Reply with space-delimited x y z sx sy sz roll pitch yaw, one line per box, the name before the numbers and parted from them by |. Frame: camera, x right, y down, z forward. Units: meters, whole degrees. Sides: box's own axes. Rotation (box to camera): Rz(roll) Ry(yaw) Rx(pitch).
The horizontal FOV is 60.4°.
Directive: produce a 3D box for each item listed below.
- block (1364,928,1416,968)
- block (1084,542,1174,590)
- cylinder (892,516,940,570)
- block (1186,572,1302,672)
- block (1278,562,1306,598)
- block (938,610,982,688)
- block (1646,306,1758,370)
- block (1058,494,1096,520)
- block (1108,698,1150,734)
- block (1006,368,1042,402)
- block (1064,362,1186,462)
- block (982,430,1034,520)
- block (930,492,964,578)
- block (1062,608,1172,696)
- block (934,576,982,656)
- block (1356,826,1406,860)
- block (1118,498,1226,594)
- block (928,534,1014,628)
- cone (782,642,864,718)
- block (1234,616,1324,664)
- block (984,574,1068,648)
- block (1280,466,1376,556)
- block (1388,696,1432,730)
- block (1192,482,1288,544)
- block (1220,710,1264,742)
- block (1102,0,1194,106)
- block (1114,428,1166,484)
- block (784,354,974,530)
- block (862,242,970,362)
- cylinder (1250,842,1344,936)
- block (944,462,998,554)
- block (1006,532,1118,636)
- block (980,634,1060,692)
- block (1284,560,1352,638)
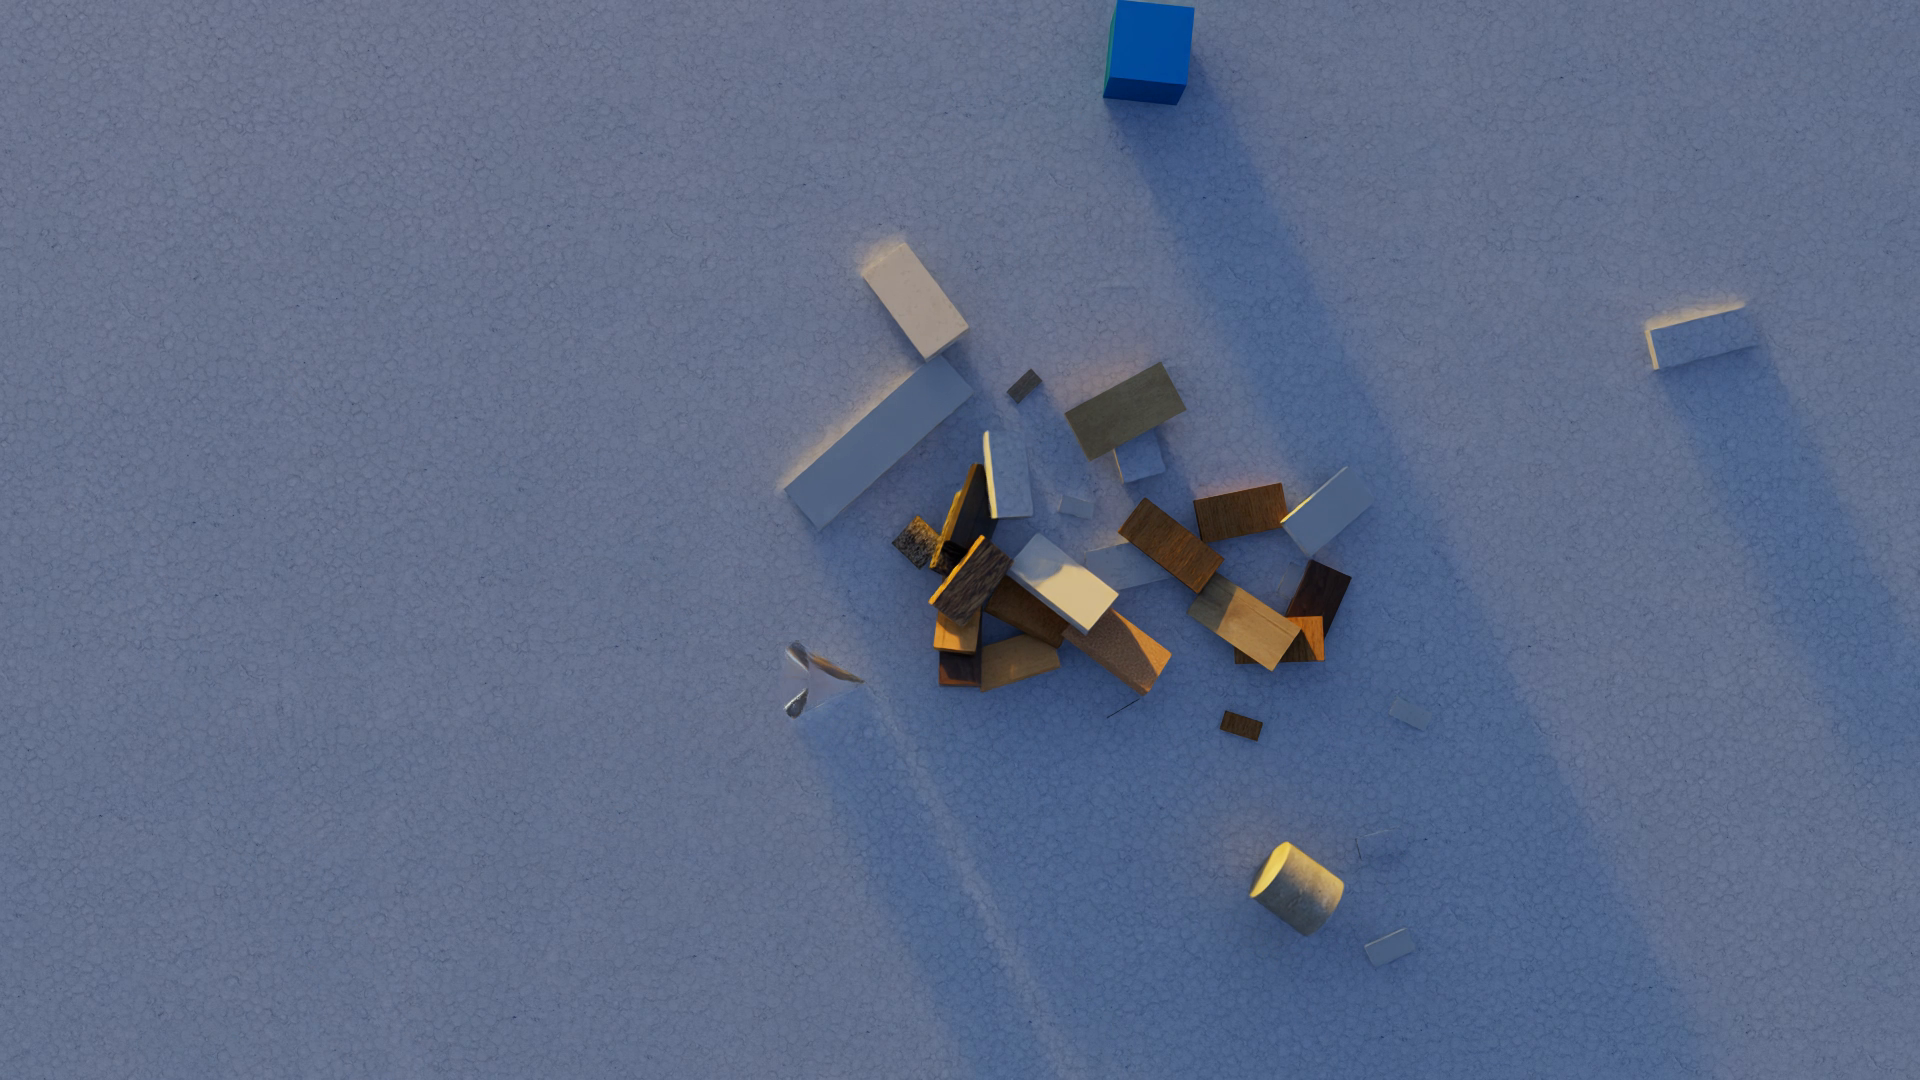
block | 1.431 1.356 5.489 0.152 0.022 0.076 -25 90 0
block | 0.577 0.078 5.479 0.304 0.042 0.147 -13 90 0
cylinder | -0.136 0.009 5.436 0.127 0.127 0.127 43 90 0
block | 0.933 0.267 5.428 0.338 0.048 0.169 35 93 15
block | 1.104 0.134 5.492 0.056 0.016 0.112 24 90 0
block | 0.002 0.345 5.435 0.138 0.039 0.276 1 70 0
block | 2.465 -0.672 5.481 0.339 0.037 0.132 -14 90 0
block | 0.389 -0.109 5.492 0.112 0.016 0.056 16 90 0
block | 0.561 0.587 5.491 0.129 0.018 0.064 -31 90 0
block | 0.214 -0.512 5.492 0.112 0.016 0.056 -43 90 0
block | 0.543 -0.422 5.434 0.359 0.051 0.180 -28 90 0
block | 0.156 -0.216 5.436 0.143 0.040 0.285 -4 86 -33
block | 0.007 -0.004 5.409 0.138 0.039 0.276 29 69 -26
block | 0.517 0.344 5.436 0.338 0.048 0.169 37 61 -1
block | -0.001 0.234 5.433 0.138 0.039 0.276 7 70 2
block | 1.399 1.011 5.489 0.152 0.022 0.076 -15 90 0
block | 0.696 0.018 5.438 0.331 0.041 0.145 38 90 0
block | 0.038 0.135 5.354 0.138 0.039 0.276 39 88 -24
cone | -0.427 0.466 5.444 0.251 0.251 0.251 4 90 -27
block | 1.051 0.331 5.437 0.290 0.041 0.145 -3 83 14
block | 0.232 0.235 5.449 0.276 0.039 0.138 27 61 0
block | 1.217 -0.095 5.456 0.293 0.042 0.147 -40 94 -7
block | 1.499 0.579 5.491 0.129 0.018 0.064 26 90 0
block | 0.935 -0.089 5.479 0.293 0.042 0.147 -12 90 0
block | 0.937 0.619 5.491 0.129 0.018 0.064 18 90 0
block | 0.612 -1.585 5.376 0.248 0.248 0.248 6 90 0
block | 0.573 -0.344 5.480 0.143 0.040 0.285 -16 90 0
block | -0.268 -0.328 5.475 0.685 0.051 0.180 -42 90 0
block | -0.145 -0.784 5.449 0.180 0.051 0.359 -36 82 0
cylinder | 1.099 1.141 5.392 0.216 0.216 0.216 36 90 0
block | 0.058 -0.093 5.406 0.143 0.040 0.285 29 69 -26
block | 0.334 0.143 5.415 0.338 0.048 0.169 38 66 10
block | 0.180 0.395 5.451 0.276 0.039 0.138 -17 69 -2
block | 1.173 0.226 5.479 0.145 0.041 0.290 24 90 0
